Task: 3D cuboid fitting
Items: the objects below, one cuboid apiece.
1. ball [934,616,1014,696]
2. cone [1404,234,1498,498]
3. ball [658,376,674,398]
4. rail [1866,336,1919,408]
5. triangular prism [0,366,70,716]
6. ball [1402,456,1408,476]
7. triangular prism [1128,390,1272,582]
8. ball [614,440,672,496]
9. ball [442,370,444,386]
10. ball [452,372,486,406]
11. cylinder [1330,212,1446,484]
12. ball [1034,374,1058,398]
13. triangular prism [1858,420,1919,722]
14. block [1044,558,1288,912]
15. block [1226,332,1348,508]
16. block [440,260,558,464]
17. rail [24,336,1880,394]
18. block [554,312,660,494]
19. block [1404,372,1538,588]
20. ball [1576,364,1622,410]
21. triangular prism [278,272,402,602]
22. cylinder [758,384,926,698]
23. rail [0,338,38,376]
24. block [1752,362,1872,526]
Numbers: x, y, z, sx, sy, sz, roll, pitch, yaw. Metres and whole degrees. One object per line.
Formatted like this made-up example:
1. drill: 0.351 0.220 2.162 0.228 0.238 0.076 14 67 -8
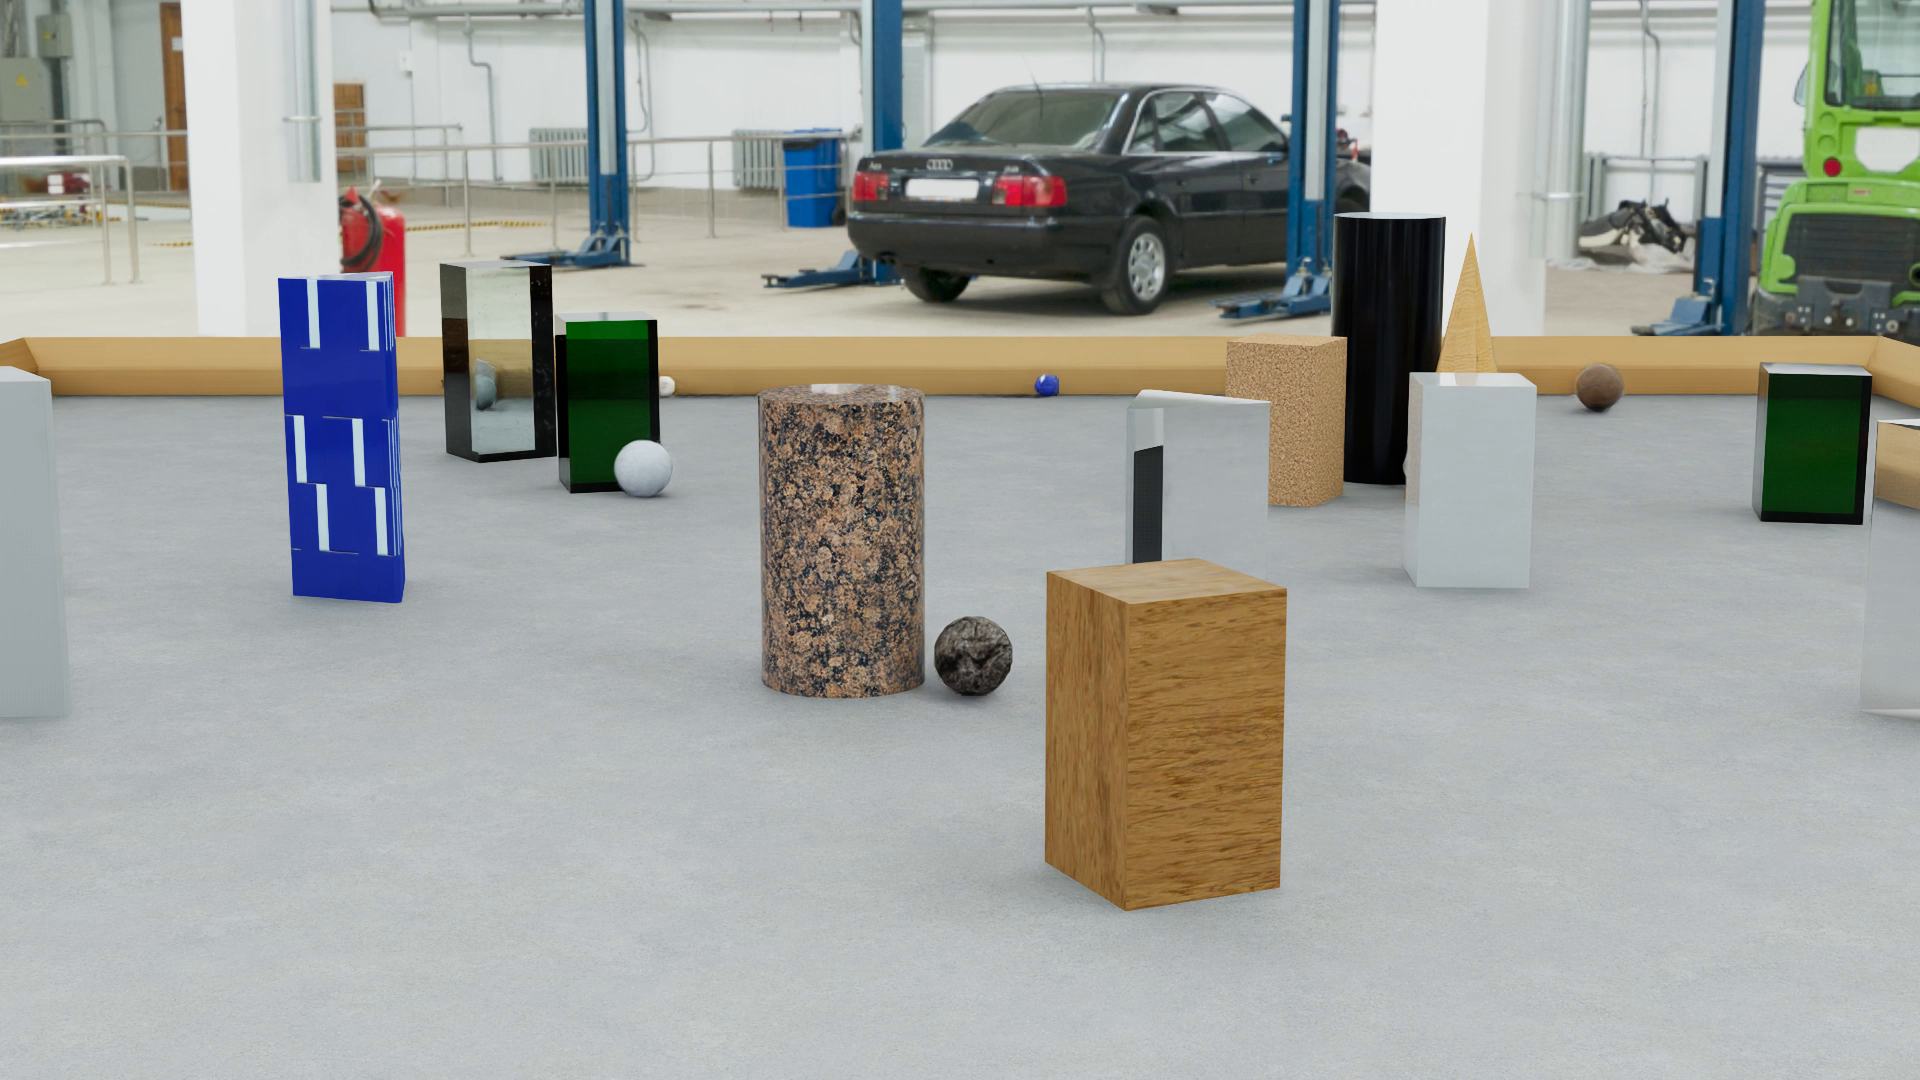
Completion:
1. ball: 0.015 0.135 2.999 0.093 0.093 0.093 0 11 0
2. cone: 0.853 -0.293 4.319 0.196 0.454 0.196 0 11 0
3. ball: -0.656 -0.340 5.679 0.049 0.049 0.049 0 11 0
4. rail: 2.048 0.031 3.461 0.045 0.127 4.640 0 11 0
5. triangular prism: -1.101 -0.001 2.942 0.170 0.381 0.147 -1 11 -4
6. ball: 0.808 -0.127 4.471 0.071 0.071 0.071 0 11 0
7. triangular prism: 0.238 0.018 2.897 0.170 0.360 0.147 -4 11 -20
8. ball: -0.540 -0.122 4.373 0.098 0.098 0.098 0 11 0
9. ball: -1.089 -0.356 5.635 0.097 0.097 0.097 0 11 0
10. ball: -1.059 -0.325 5.531 0.073 0.073 0.073 0 11 0
11. cylinder: 0.756 -0.343 4.558 0.196 0.464 0.196 0 11 0
12. ball: 0.191 -0.342 5.688 0.050 0.050 0.050 0 11 0
13. triangular prism: 1.139 0.032 2.895 0.147 0.333 0.170 -10 15 -44
14. block: 0.183 0.170 2.312 0.157 0.274 0.157 -5 12 -24
15. block: 0.552 -0.206 4.352 0.157 0.270 0.157 5 12 27
16. block: -0.867 -0.338 4.819 0.157 0.359 0.157 -7 13 -33
17. rail: -0.013 -0.386 5.707 4.143 0.127 0.045 0 11 0
18. block: -0.616 -0.243 4.479 0.157 0.296 0.157 -3 11 -16
19. block: 0.727 -0.088 3.670 0.157 0.286 0.157 1 11 3
20. ball: 1.362 -0.325 5.467 0.097 0.097 0.097 0 11 0
21. triangular prism: -0.825 -0.148 3.571 0.170 0.440 0.147 4 11 19
22. cylinder: -0.139 -0.003 3.050 0.196 0.345 0.196 0 11 0
23. rail: -2.048 0.035 3.437 0.045 0.127 4.640 0 11 0
24. block: 1.385 -0.159 4.179 0.157 0.241 0.157 2 11 11
